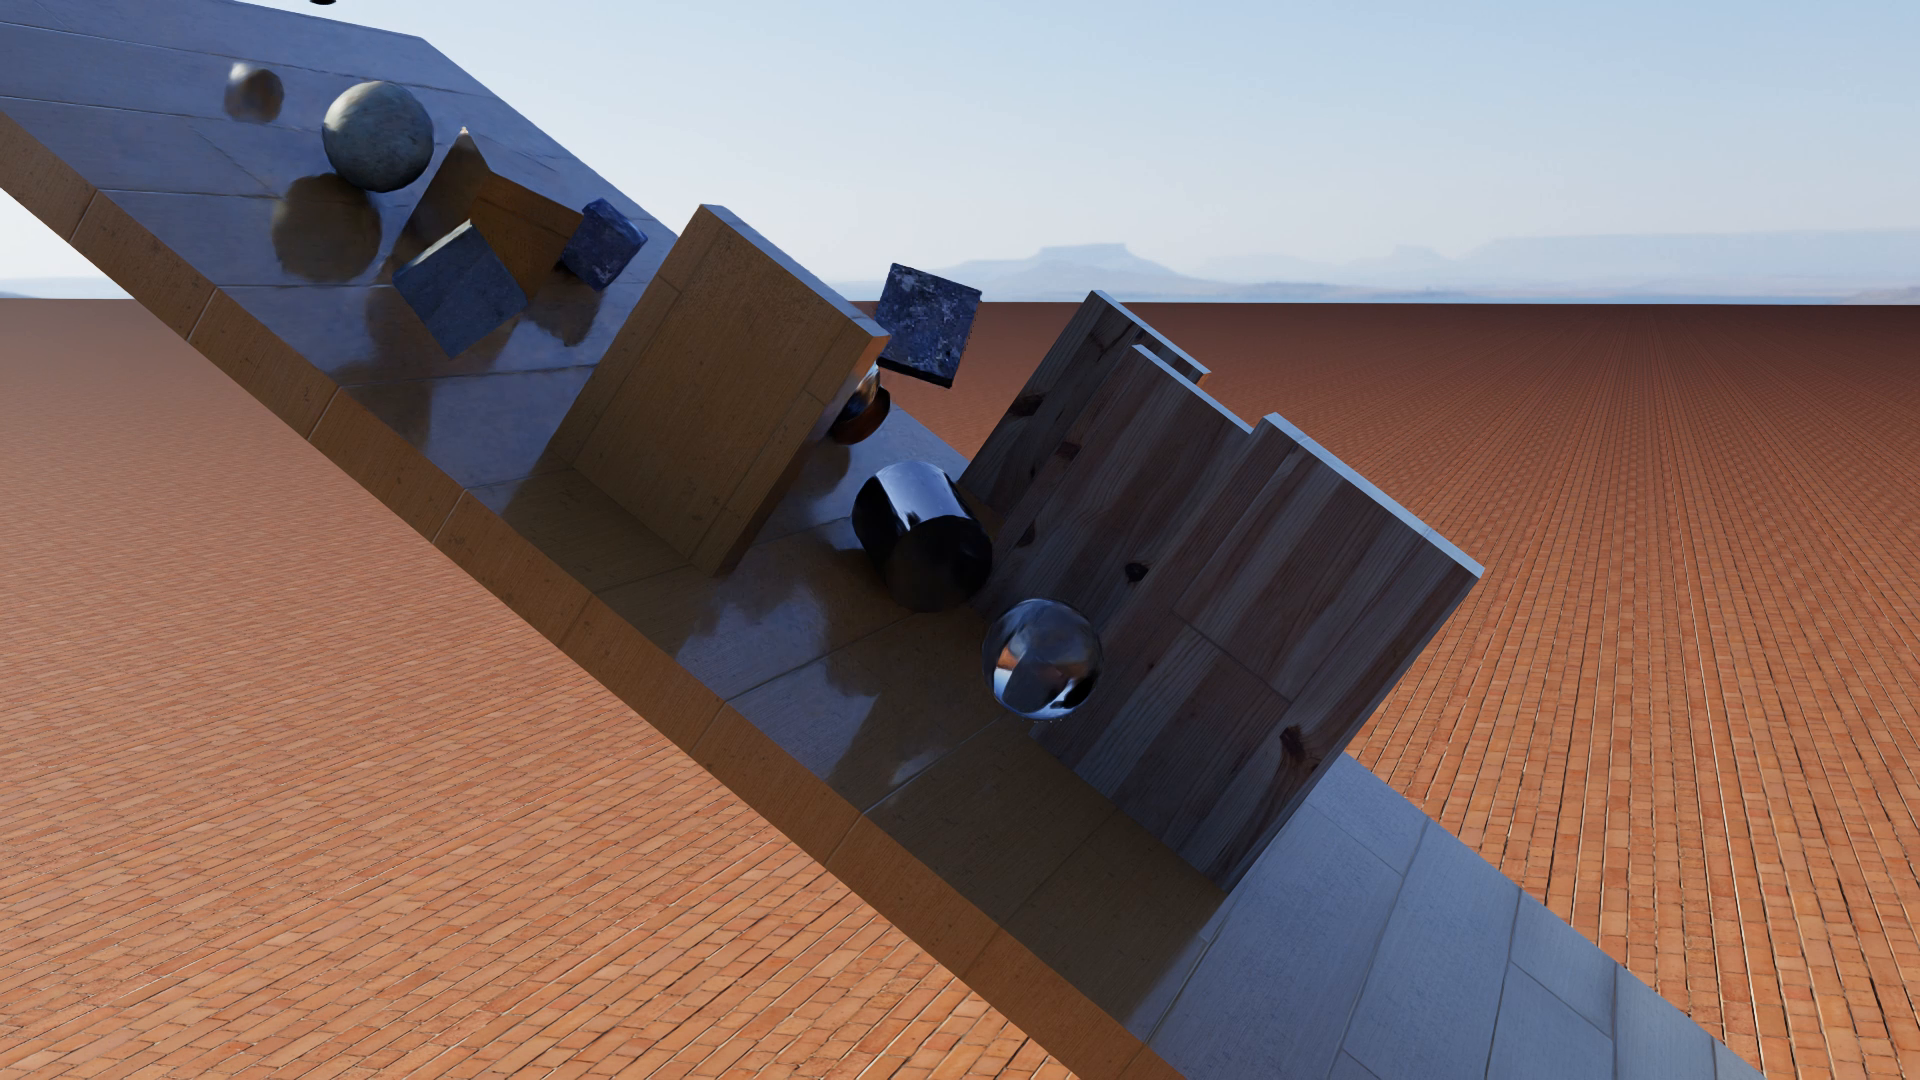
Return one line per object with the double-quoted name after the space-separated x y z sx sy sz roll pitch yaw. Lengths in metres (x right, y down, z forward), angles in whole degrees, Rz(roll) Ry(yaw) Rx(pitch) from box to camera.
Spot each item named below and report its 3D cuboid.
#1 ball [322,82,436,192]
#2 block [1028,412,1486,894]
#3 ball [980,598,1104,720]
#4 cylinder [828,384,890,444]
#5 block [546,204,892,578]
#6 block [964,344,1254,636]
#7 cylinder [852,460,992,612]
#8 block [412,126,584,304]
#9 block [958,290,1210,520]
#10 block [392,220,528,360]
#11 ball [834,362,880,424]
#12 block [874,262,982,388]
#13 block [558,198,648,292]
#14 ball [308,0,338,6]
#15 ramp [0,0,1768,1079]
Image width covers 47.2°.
-1.071 -0.743 4.054 0.201 0.201 0.201 0 7 0 "ball"
0.489 0.189 3.679 0.430 0.675 0.131 38 16 10 "block"
0.134 0.195 3.597 0.200 0.200 0.200 0 7 0 "ball"
-0.246 -0.300 4.573 0.146 0.146 0.146 -8 44 -48 "cylinder"
-0.385 -0.236 3.488 0.349 0.471 0.089 38 16 10 "block"
0.272 -0.042 4.083 0.285 0.581 0.080 38 16 10 "block"
-0.070 -0.007 3.974 0.202 0.202 0.202 -3 31 -21 "cylinder"
-0.859 -0.602 4.080 0.201 0.201 0.201 23 20 -38 "block"
0.267 -0.244 4.786 0.301 0.518 0.089 38 16 10 "block"
-0.792 -0.399 3.486 0.149 0.149 0.149 -36 18 -3 "block"
-0.222 -0.286 3.874 0.161 0.161 0.161 0 7 0 "ball"
-0.078 -0.434 4.473 0.188 0.188 0.188 18 -2 -2 "block"
-0.731 -0.599 4.459 0.125 0.125 0.125 41 15 -7 "block"
-1.338 -1.184 4.609 0.122 0.122 0.122 0 7 0 "ball"
-0.078 0.145 4.076 4.000 0.100 2.000 38 16 10 "ramp"
